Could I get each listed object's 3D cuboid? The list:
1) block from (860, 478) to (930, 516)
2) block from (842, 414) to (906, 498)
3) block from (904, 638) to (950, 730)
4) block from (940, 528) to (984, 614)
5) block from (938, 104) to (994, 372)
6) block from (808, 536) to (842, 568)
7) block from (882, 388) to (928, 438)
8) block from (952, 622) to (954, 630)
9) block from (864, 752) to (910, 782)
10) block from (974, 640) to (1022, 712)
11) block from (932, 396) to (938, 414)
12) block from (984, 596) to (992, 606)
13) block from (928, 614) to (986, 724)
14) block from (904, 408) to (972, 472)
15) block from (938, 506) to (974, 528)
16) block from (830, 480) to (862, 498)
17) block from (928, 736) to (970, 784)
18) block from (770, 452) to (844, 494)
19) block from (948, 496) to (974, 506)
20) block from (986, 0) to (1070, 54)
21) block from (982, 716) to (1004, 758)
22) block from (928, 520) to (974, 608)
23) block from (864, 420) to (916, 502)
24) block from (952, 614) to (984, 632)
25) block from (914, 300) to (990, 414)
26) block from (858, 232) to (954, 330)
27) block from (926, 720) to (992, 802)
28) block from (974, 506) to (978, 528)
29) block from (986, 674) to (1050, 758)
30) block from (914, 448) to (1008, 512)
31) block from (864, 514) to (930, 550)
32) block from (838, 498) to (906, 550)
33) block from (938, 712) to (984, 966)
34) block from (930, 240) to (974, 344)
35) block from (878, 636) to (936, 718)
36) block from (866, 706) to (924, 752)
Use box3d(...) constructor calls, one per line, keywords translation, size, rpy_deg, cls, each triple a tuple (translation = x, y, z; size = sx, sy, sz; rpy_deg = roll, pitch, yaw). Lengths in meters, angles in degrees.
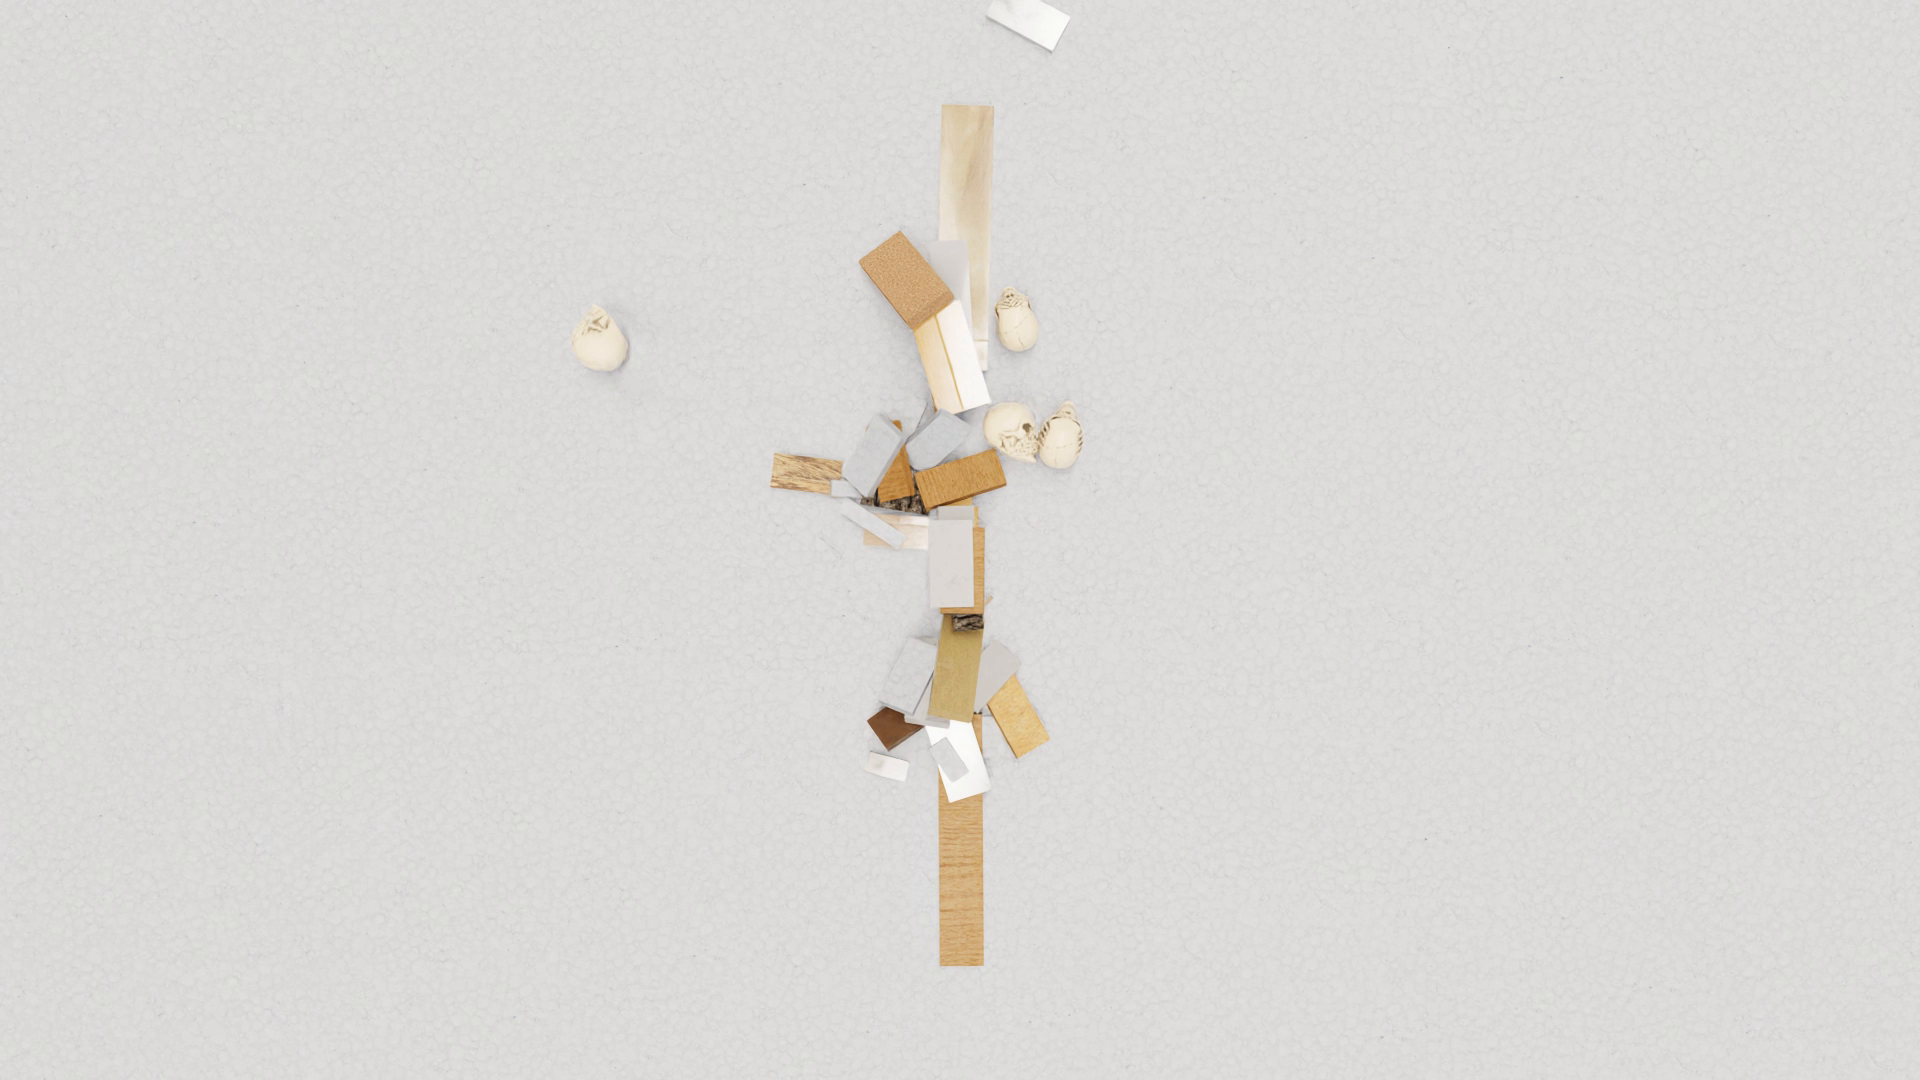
box3d(translation=(-0.208, -0.157, 5.484), size=(0.230, 0.033, 0.115), rpy_deg=(10, 90, 0), cls="block")
box3d(translation=(-0.281, -0.275, 5.402), size=(0.125, 0.035, 0.250), rpy_deg=(45, 119, 22), cls="block")
box3d(translation=(-0.081, 0.468, 5.405), size=(0.146, 0.041, 0.292), rpy_deg=(8, 62, 6), cls="block")
box3d(translation=(0.008, 0.099, 5.342), size=(0.140, 0.040, 0.280), rpy_deg=(1, 85, 3), cls="block")
box3d(translation=(0.015, -1.000, 5.475), size=(0.173, 0.049, 0.875), rpy_deg=(2, 90, 0), cls="block")
box3d(translation=(-0.449, 0.041, 5.492), size=(0.106, 0.015, 0.053), rpy_deg=(40, 90, 0), cls="block")
box3d(translation=(-0.213, -0.369, 5.482), size=(0.124, 0.035, 0.248), rpy_deg=(24, 90, 0), cls="block")
box3d(translation=(0.015, 0.207, 5.433), size=(0.098, 0.028, 0.195), rpy_deg=(-7, 55, 0), cls="block")
box3d(translation=(-0.243, 0.754, 5.490), size=(0.139, 0.020, 0.069), rpy_deg=(15, 90, 0), cls="block")
box3d(translation=(0.086, 0.446, 5.404), size=(0.122, 0.035, 0.244), rpy_deg=(39, 53, 9), cls="block")
box3d(translation=(-0.040, -0.541, 5.398), size=(0.124, 0.035, 0.248), rpy_deg=(-9, 90, 0), cls="block")
box3d(translation=(0.073, 0.220, 5.477), size=(0.092, 0.046, 0.013), rpy_deg=(-44, 91, 0), cls="block")
box3d(translation=(-0.010, 0.409, 5.345), size=(0.140, 0.040, 0.398), rpy_deg=(14, 48, -6), cls="block")
box3d(translation=(-0.087, -0.321, 5.386), size=(0.125, 0.035, 0.250), rpy_deg=(31, 132, -23), cls="block")
box3d(translation=(-0.009, 0.016, 5.387), size=(0.115, 0.033, 0.251), rpy_deg=(-2, 84, 3), cls="block")
box3d(translation=(-0.378, -0.169, 5.469), size=(0.106, 0.015, 0.053), rpy_deg=(4, 90, -27), cls="block")
box3d(translation=(-0.037, 0.722, 5.408), size=(0.069, 0.020, 0.139), rpy_deg=(-34, 90, 0), cls="block")
box3d(translation=(-0.509, -0.218, 5.484), size=(0.230, 0.033, 0.115), rpy_deg=(7, 90, 0), cls="block")
box3d(translation=(-0.013, -0.116, 5.452), size=(0.107, 0.030, 0.214), rpy_deg=(4, 74, 3), cls="block")
box3d(translation=(0.225, -1.737, 5.482), size=(0.253, 0.036, 0.126), rpy_deg=(28, 90, 0), cls="block")
box3d(translation=(0.109, 0.655, 5.490), size=(0.069, 0.020, 0.139), rpy_deg=(-1, 90, 0), cls="block")
box3d(translation=(-0.027, 0.077, 5.306), size=(0.140, 0.040, 0.280), rpy_deg=(-1, 84, 3), cls="block")
box3d(translation=(-0.229, -0.258, 5.413), size=(0.125, 0.035, 0.250), rpy_deg=(-12, 90, 37), cls="block")
box3d(translation=(0.020, 0.198, 5.383), size=(0.098, 0.028, 0.195), rpy_deg=(-6, 69, 0), cls="block")
box3d(translation=(-0.034, -0.586, 5.356), size=(0.173, 0.049, 0.346), rpy_deg=(-17, 90, 0), cls="block")
box3d(translation=(-0.177, -0.850, 5.378), size=(0.173, 0.049, 0.347), rpy_deg=(-36, 54, 0), cls="block")
box3d(translation=(-0.008, 0.702, 5.438), size=(0.146, 0.041, 0.292), rpy_deg=(-17, 90, 0), cls="block")
box3d(translation=(0.010, -0.001, 5.449), size=(0.107, 0.030, 0.214), rpy_deg=(-3, 73, 1), cls="block")
box3d(translation=(0.181, 0.581, 5.470), size=(0.126, 0.036, 0.253), rpy_deg=(-29, 90, -12), cls="block")
box3d(translation=(0.001, -0.199, 5.442), size=(0.282, 0.036, 0.126), rpy_deg=(-18, 74, -3), cls="block")
box3d(translation=(-0.211, -0.029, 5.485), size=(0.214, 0.030, 0.107), rpy_deg=(4, 90, 0), cls="block")
box3d(translation=(-0.289, -0.055, 5.462), size=(0.238, 0.015, 0.053), rpy_deg=(33, 90, 0), cls="block")
box3d(translation=(0.003, 0.993, 5.479), size=(0.146, 0.041, 0.834), rpy_deg=(0, 90, 0), cls="block")
box3d(translation=(-0.025, -0.737, 5.433), size=(0.124, 0.035, 0.493), rpy_deg=(-3, 90, 0), cls="block")
box3d(translation=(-0.159, 0.445, 5.377), size=(0.122, 0.035, 0.244), rpy_deg=(21, 64, 13), cls="block")
box3d(translation=(-0.171, 0.575, 5.411), size=(0.244, 0.035, 0.122), rpy_deg=(-34, 64, -8), cls="block")
